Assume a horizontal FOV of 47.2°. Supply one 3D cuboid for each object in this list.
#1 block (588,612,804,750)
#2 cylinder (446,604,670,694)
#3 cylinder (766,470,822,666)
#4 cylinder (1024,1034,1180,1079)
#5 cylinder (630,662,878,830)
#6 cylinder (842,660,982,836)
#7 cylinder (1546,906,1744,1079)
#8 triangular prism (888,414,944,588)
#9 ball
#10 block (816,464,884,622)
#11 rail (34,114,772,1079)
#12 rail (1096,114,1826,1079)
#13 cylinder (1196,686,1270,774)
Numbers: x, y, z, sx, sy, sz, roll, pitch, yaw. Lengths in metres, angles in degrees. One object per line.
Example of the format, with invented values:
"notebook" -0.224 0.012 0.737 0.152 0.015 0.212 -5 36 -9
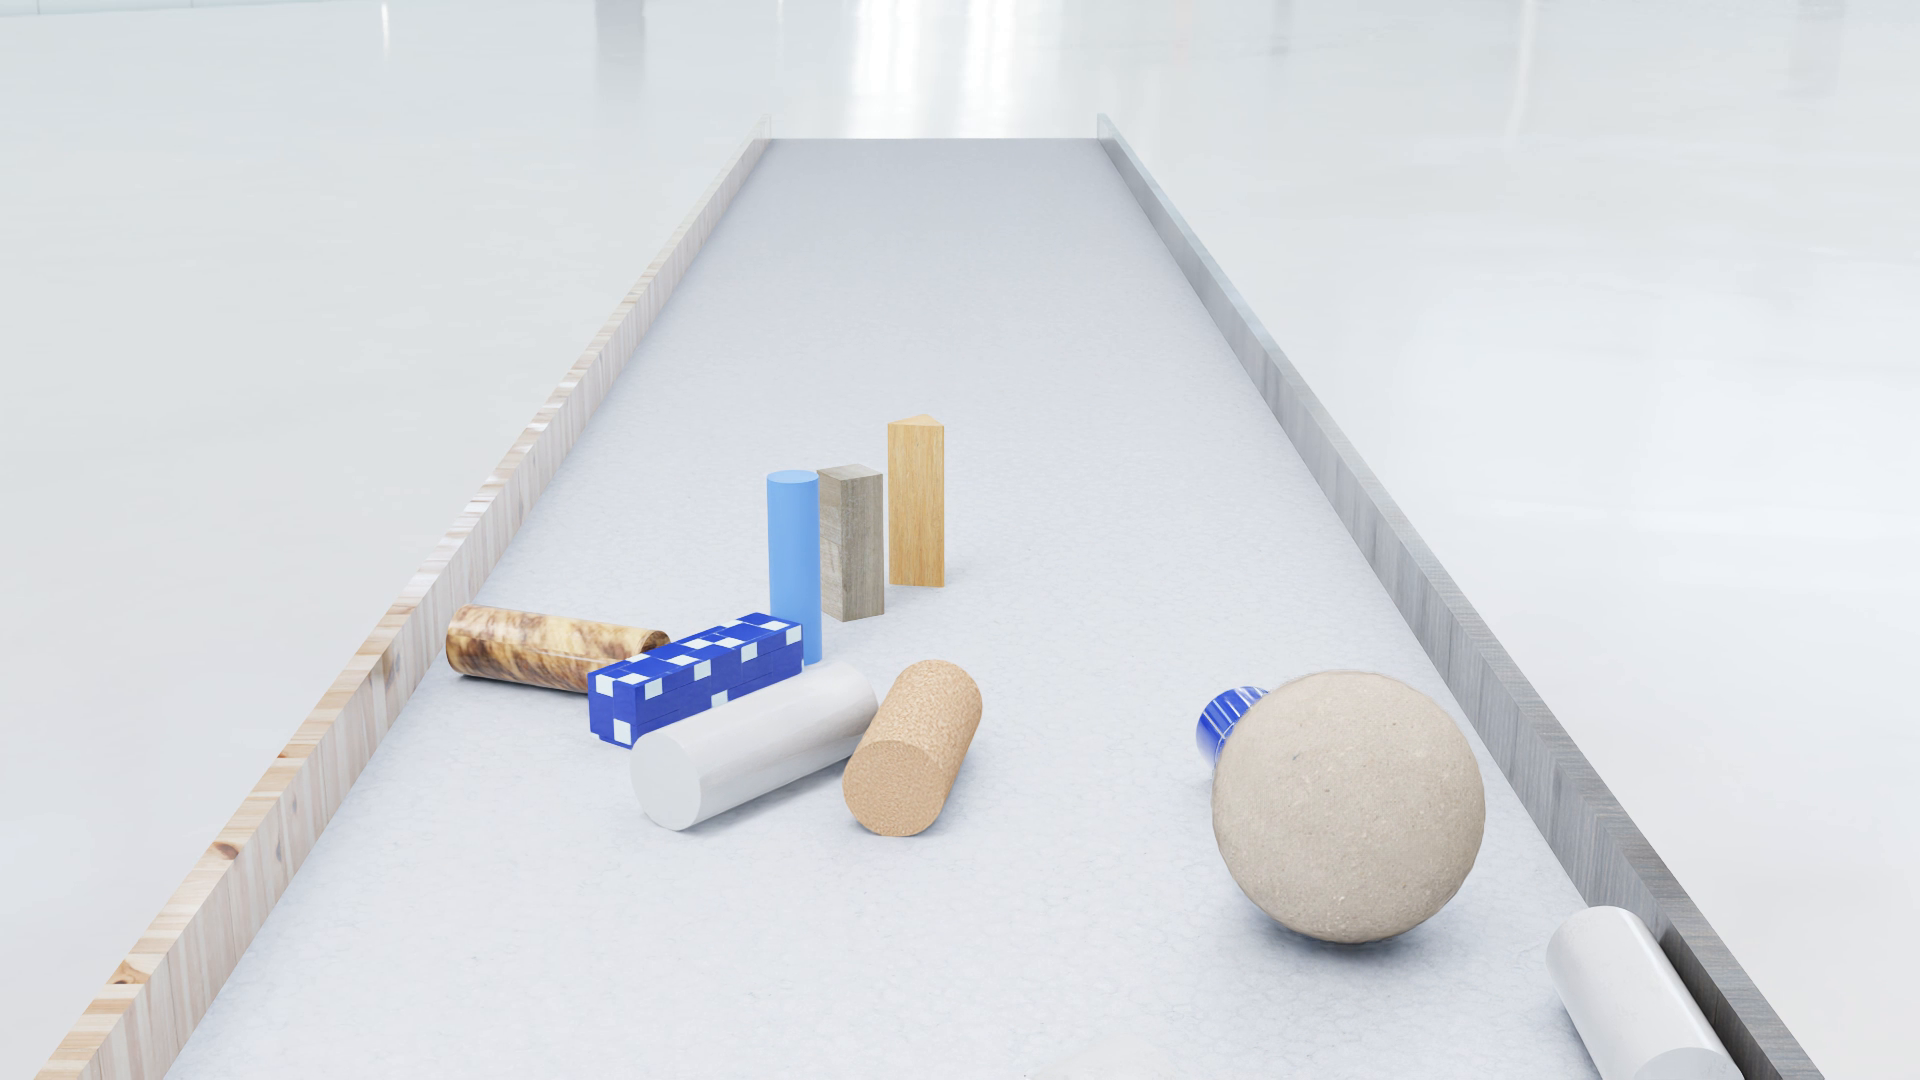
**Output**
"block" -0.489 0.261 4.133 0.123 0.123 0.447 13 21 36
"cylinder" -0.775 0.217 4.251 0.425 0.139 0.139 7 18 22
"cylinder" -0.329 0.056 4.375 0.103 0.378 0.103 0 17 0
"cylinder" 0.079 0.714 2.509 0.373 0.180 0.180 -15 22 -41
"cylinder" -0.345 0.347 3.766 0.168 0.168 0.441 13 21 37
"cylinder" -0.076 0.349 3.755 0.170 0.170 0.392 3 17 9
"cylinder" 0.882 0.628 2.851 0.151 0.151 0.382 0 17 1
"triangular prism" -0.087 -0.090 4.885 0.124 0.367 0.107 3 17 11
"ball" 0.567 0.389 3.221 0.397 0.397 0.397 0 17 0
"block" -0.232 0.005 4.664 0.103 0.310 0.103 -10 19 -31
"rail" -1.118 -0.838 7.780 0.050 0.150 12.000 0 17 -1
"rail" 0.932 -0.844 7.801 0.050 0.150 12.000 0 17 -1
"cylinder" 0.518 0.377 3.665 0.168 0.168 0.318 -3 17 -10
